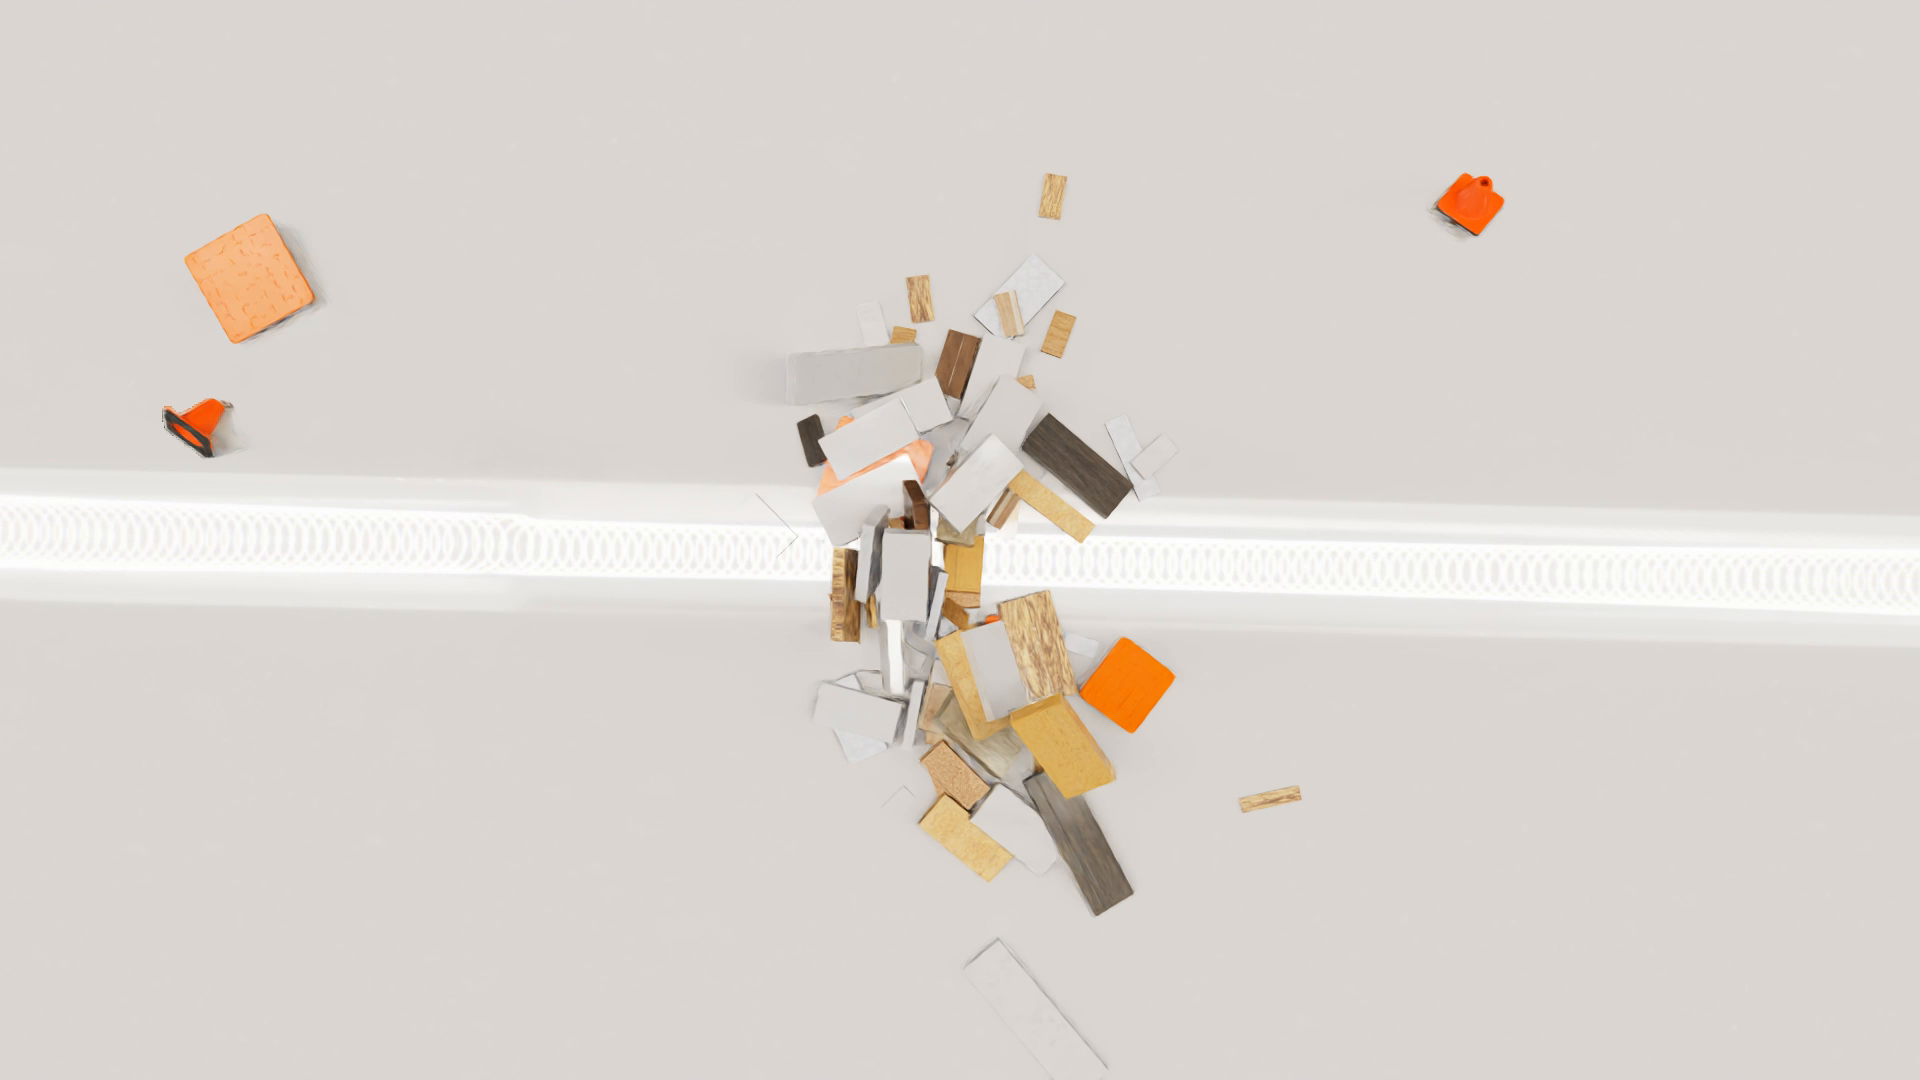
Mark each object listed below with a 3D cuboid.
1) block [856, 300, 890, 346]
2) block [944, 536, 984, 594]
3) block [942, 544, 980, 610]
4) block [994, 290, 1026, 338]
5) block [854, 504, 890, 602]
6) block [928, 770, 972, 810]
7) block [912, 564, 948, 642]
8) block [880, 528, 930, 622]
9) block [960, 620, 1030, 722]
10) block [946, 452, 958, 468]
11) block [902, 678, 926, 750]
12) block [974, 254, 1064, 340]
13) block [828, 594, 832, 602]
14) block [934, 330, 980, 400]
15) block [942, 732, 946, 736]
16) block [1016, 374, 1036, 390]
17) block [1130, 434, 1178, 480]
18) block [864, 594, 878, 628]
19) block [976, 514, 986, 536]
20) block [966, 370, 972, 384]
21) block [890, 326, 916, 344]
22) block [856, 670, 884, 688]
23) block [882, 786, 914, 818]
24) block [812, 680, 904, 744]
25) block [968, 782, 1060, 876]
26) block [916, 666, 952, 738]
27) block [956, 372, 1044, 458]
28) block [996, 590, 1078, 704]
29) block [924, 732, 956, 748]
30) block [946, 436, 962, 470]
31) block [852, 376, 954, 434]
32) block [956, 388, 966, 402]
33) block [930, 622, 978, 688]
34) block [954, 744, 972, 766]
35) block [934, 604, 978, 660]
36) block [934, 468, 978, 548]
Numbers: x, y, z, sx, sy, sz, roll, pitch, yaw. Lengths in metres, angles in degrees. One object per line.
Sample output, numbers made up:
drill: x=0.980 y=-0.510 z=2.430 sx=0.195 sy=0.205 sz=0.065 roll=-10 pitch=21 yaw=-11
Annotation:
block: x=-0.290 y=-0.713 z=5.489 sx=0.078 sy=0.022 sz=0.157 roll=-15 pitch=90 yaw=0
block: x=0.015 y=0.052 z=5.434 sx=0.123 sy=0.035 sz=0.247 roll=4 pitch=74 yaw=2
block: x=0.005 y=0.112 z=5.455 sx=0.116 sy=0.033 sz=0.231 roll=-2 pitch=75 yaw=0
block: x=0.165 y=-0.745 z=5.449 sx=0.072 sy=0.021 sz=0.145 roll=-14 pitch=90 yaw=0
block: x=-0.286 y=0.045 z=5.356 sx=0.041 sy=0.144 sz=0.288 roll=15 pitch=121 yaw=12
block: x=-0.035 y=0.810 z=5.461 sx=0.096 sy=0.027 sz=0.193 roll=-18 pitch=103 yaw=4
block: x=-0.098 y=0.207 z=5.425 sx=0.033 sy=0.116 sz=0.231 roll=9 pitch=99 yaw=-24
block: x=-0.175 y=0.112 z=5.278 sx=0.149 sy=0.042 sz=0.297 roll=3 pitch=111 yaw=-1
block: x=0.114 y=0.423 z=5.362 sx=0.150 sy=0.043 sz=0.301 roll=-15 pitch=87 yaw=-36
block: x=0.016 y=-0.278 z=5.370 sx=0.063 sy=0.018 sz=0.127 roll=32 pitch=62 yaw=5
block: x=-0.153 y=0.575 z=5.443 sx=0.032 sy=0.113 sz=0.226 roll=10 pitch=90 yaw=1
block: x=0.197 y=-0.797 z=5.480 sx=0.144 sy=0.041 sz=0.287 roll=43 pitch=90 yaw=0
block: x=-0.391 y=0.223 z=5.492 sx=0.057 sy=0.016 sz=0.113 roll=-22 pitch=90 yaw=0
block: x=-0.016 y=-0.583 z=5.474 sx=0.106 sy=0.030 sz=0.212 roll=18 pitch=90 yaw=13
block: x=0.040 y=0.599 z=5.431 sx=0.203 sy=0.029 sz=0.102 roll=9 pitch=81 yaw=-29
block: x=0.201 y=-0.517 z=5.493 sx=0.095 sy=0.013 sz=0.047 roll=-15 pitch=90 yaw=0
block: x=0.644 y=-0.276 z=5.473 sx=0.152 sy=0.022 sz=0.076 roll=-42 pitch=93 yaw=-11
block: x=-0.297 y=0.235 z=5.470 sx=0.016 sy=0.058 sz=0.115 roll=-7 pitch=90 yaw=-22
block: x=0.021 y=-0.135 z=5.450 sx=0.123 sy=0.035 sz=0.247 roll=-1 pitch=74 yaw=0
block: x=0.046 y=-0.535 z=5.493 sx=0.095 sy=0.013 sz=0.047 roll=18 pitch=90 yaw=0
block: x=-0.196 y=-0.631 z=5.489 sx=0.077 sy=0.022 sz=0.153 roll=11 pitch=90 yaw=0
block: x=-0.297 y=0.462 z=5.467 sx=0.099 sy=0.014 sz=0.050 roll=5 pitch=103 yaw=27
block: x=-0.206 y=0.874 z=5.493 sx=0.052 sy=0.015 sz=0.104 roll=44 pitch=90 yaw=0
block: x=-0.336 y=0.567 z=5.426 sx=0.273 sy=0.039 sz=0.136 roll=15 pitch=96 yaw=6
block: x=0.195 y=0.954 z=5.442 sx=0.310 sy=0.044 sz=0.155 roll=40 pitch=82 yaw=-9
block: x=-0.060 y=0.527 z=5.447 sx=0.113 sy=0.032 sz=0.226 roll=14 pitch=77 yaw=3
block: x=0.129 y=-0.373 z=5.353 sx=0.161 sy=0.046 sz=0.321 roll=35 pitch=63 yaw=-8
block: x=0.255 y=0.358 z=5.433 sx=0.176 sy=0.050 sz=0.352 roll=-16 pitch=90 yaw=-12
block: x=-0.045 y=0.590 z=5.462 sx=0.096 sy=0.027 sz=0.193 roll=14 pitch=77 yaw=3
block: x=0.009 y=-0.236 z=5.444 sx=0.106 sy=0.030 sz=0.211 roll=6 pitch=74 yaw=2
block: x=-0.188 y=-0.409 z=5.400 sx=0.299 sy=0.042 sz=0.149 roll=-21 pitch=93 yaw=4
block: x=0.033 y=-0.472 z=5.493 sx=0.095 sy=0.013 sz=0.047 roll=29 pitch=90 yaw=0
block: x=-0.020 y=0.373 z=5.453 sx=0.113 sy=0.032 sz=0.226 roll=11 pitch=74 yaw=1
block: x=-0.013 y=0.703 z=5.486 sx=0.096 sy=0.027 sz=0.193 roll=-3 pitch=90 yaw=0
block: x=-0.009 y=0.286 z=5.444 sx=0.116 sy=0.033 sz=0.231 roll=9 pitch=74 yaw=0
block: x=0.000 y=-0.104 z=5.331 sx=0.123 sy=0.035 sz=0.247 roll=10 pitch=71 yaw=-2
